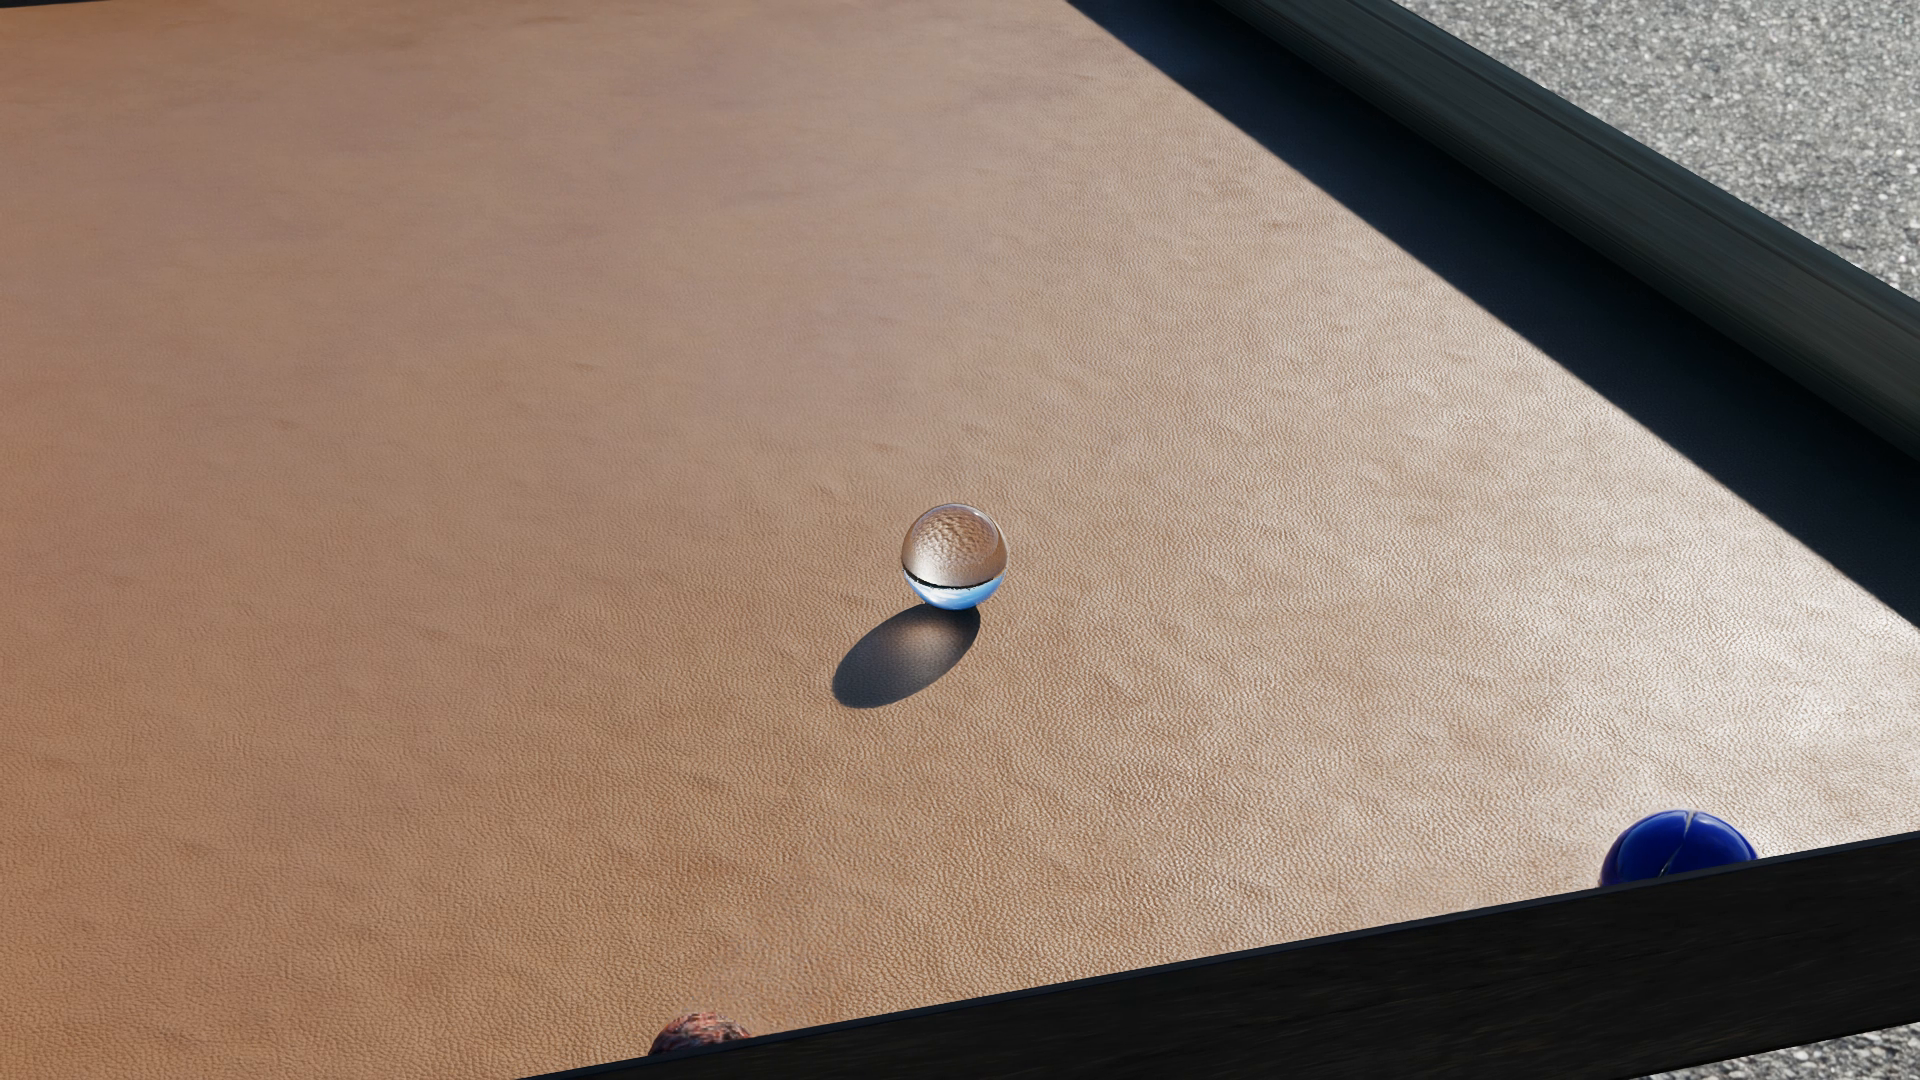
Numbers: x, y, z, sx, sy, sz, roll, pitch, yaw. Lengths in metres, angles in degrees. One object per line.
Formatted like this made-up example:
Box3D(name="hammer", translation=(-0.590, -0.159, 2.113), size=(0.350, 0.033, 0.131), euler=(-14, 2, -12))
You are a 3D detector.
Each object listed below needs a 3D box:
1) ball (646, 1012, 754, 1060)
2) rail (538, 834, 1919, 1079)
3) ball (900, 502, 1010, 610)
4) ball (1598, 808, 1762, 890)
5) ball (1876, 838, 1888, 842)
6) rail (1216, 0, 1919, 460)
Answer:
Box3D(name="ball", translation=(-0.130, 0.270, 1.495), size=(0.059, 0.059, 0.059), euler=(0, 25, 0))
Box3D(name="rail", translation=(0.196, 0.237, 1.491), size=(1.546, 0.119, 0.045), euler=(-8, 26, -16))
Box3D(name="ball", translation=(-0.003, 0.012, 2.030), size=(0.075, 0.075, 0.075), euler=(0, 25, 0))
Box3D(name="ball", translation=(0.398, 0.194, 1.618), size=(0.092, 0.092, 0.092), euler=(0, 25, 0))
Box3D(name="ball", translation=(0.522, 0.199, 1.638), size=(0.065, 0.065, 0.065), euler=(0, 25, 0))
Box3D(name="rail", translation=(0.512, -0.394, 2.844), size=(0.045, 0.119, 2.708), euler=(-8, 26, -16))
